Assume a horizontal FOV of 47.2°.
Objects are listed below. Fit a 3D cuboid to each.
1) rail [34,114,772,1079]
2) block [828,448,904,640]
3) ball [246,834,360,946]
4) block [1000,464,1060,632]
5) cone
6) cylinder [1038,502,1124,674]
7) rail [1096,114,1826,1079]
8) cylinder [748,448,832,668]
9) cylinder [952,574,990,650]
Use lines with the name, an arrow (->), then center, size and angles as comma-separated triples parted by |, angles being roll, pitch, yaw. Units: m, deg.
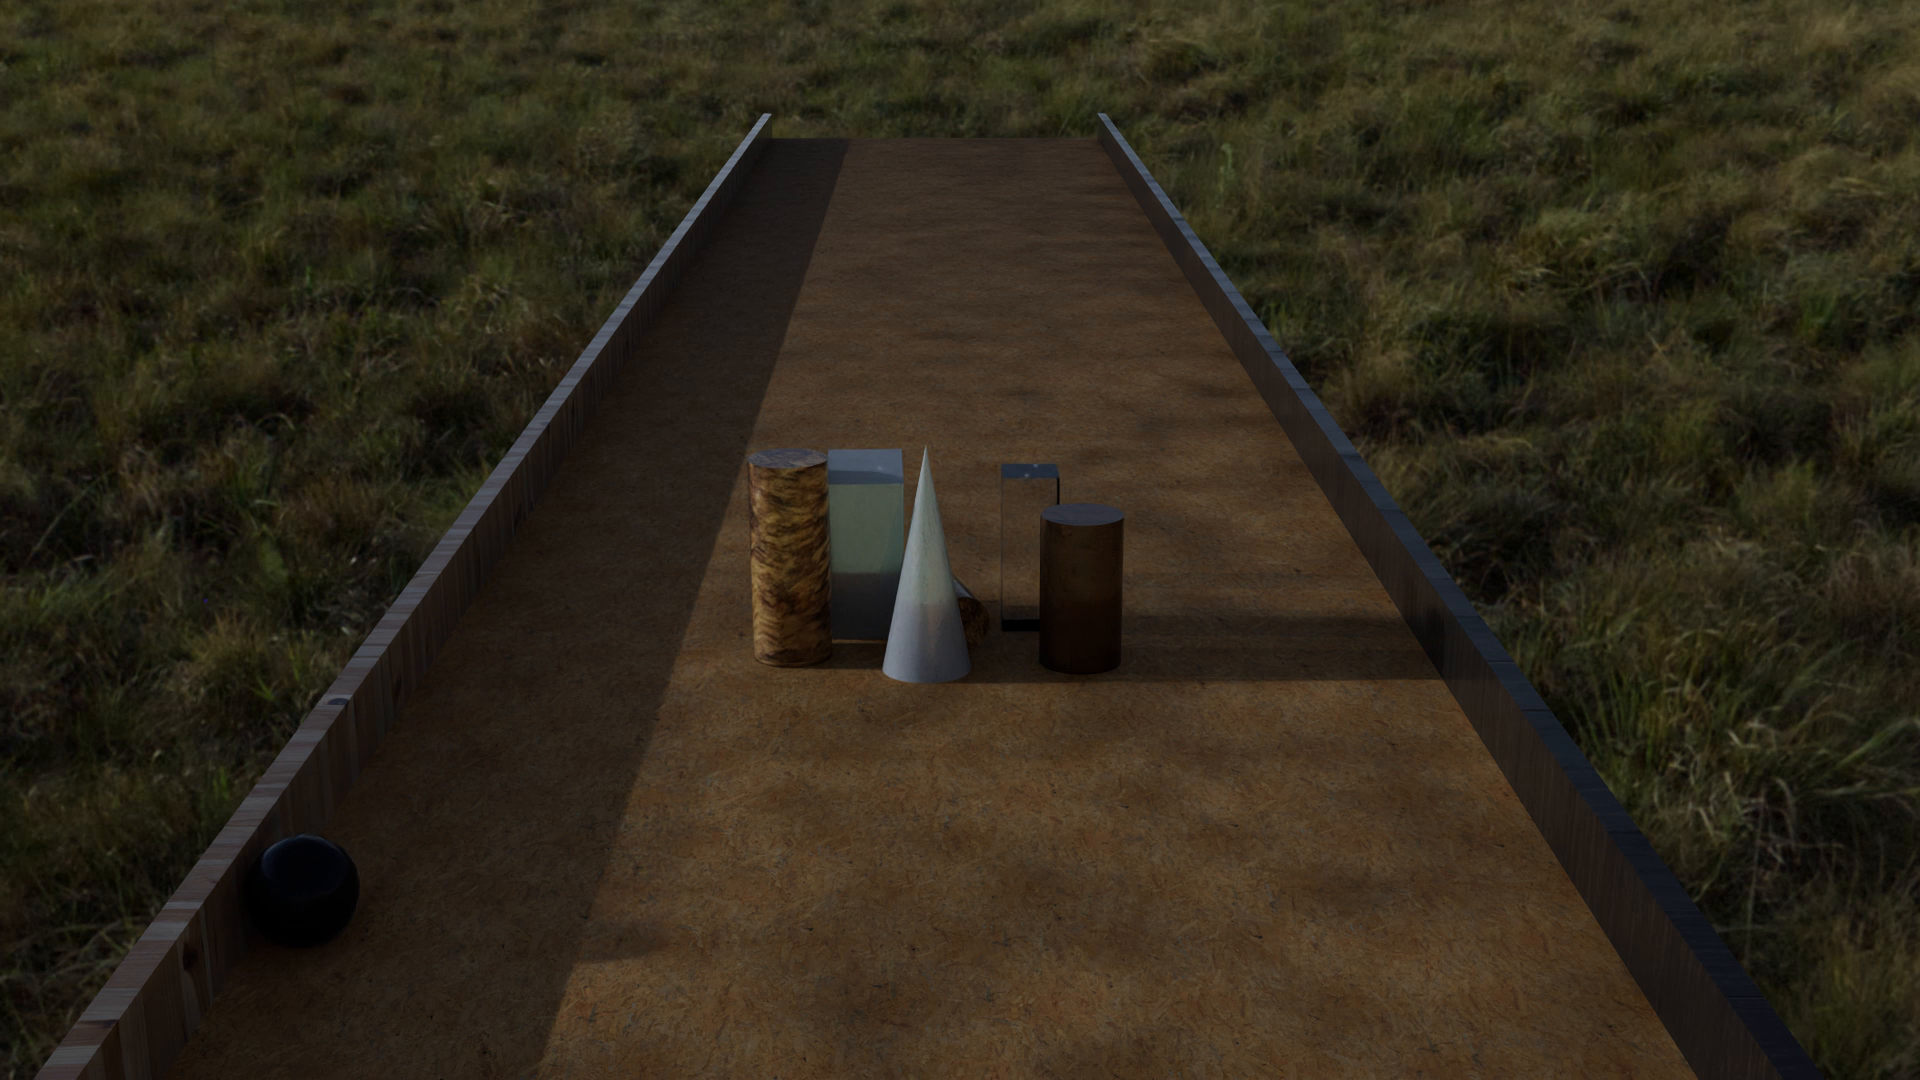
rail -> -1.118, -0.838, 7.780 | 0.050, 0.150, 12.000 | 0, 17, -1
block -> -0.193, 0.009, 4.517 | 0.150, 0.362, 0.150 | -1, 30, -3
ball -> -0.962, 0.512, 3.220 | 0.162, 0.162, 0.162 | 0, 17, 0
block -> 0.145, 0.016, 4.595 | 0.115, 0.331, 0.115 | 0, 17, -1
cone -> -0.066, 0.035, 4.304 | 0.178, 0.458, 0.178 | 0, 17, 0
cylinder -> 0.241, 0.096, 4.370 | 0.165, 0.305, 0.165 | 0, 17, 0
rail -> 0.932, -0.844, 7.801 | 0.050, 0.150, 12.000 | 0, 17, -1
cylinder -> -0.338, 0.036, 4.385 | 0.159, 0.411, 0.159 | 0, 17, 0
cylinder -> -0.042, 0.125, 4.604 | 0.116, 0.116, 0.344 | -5, 17, -15
